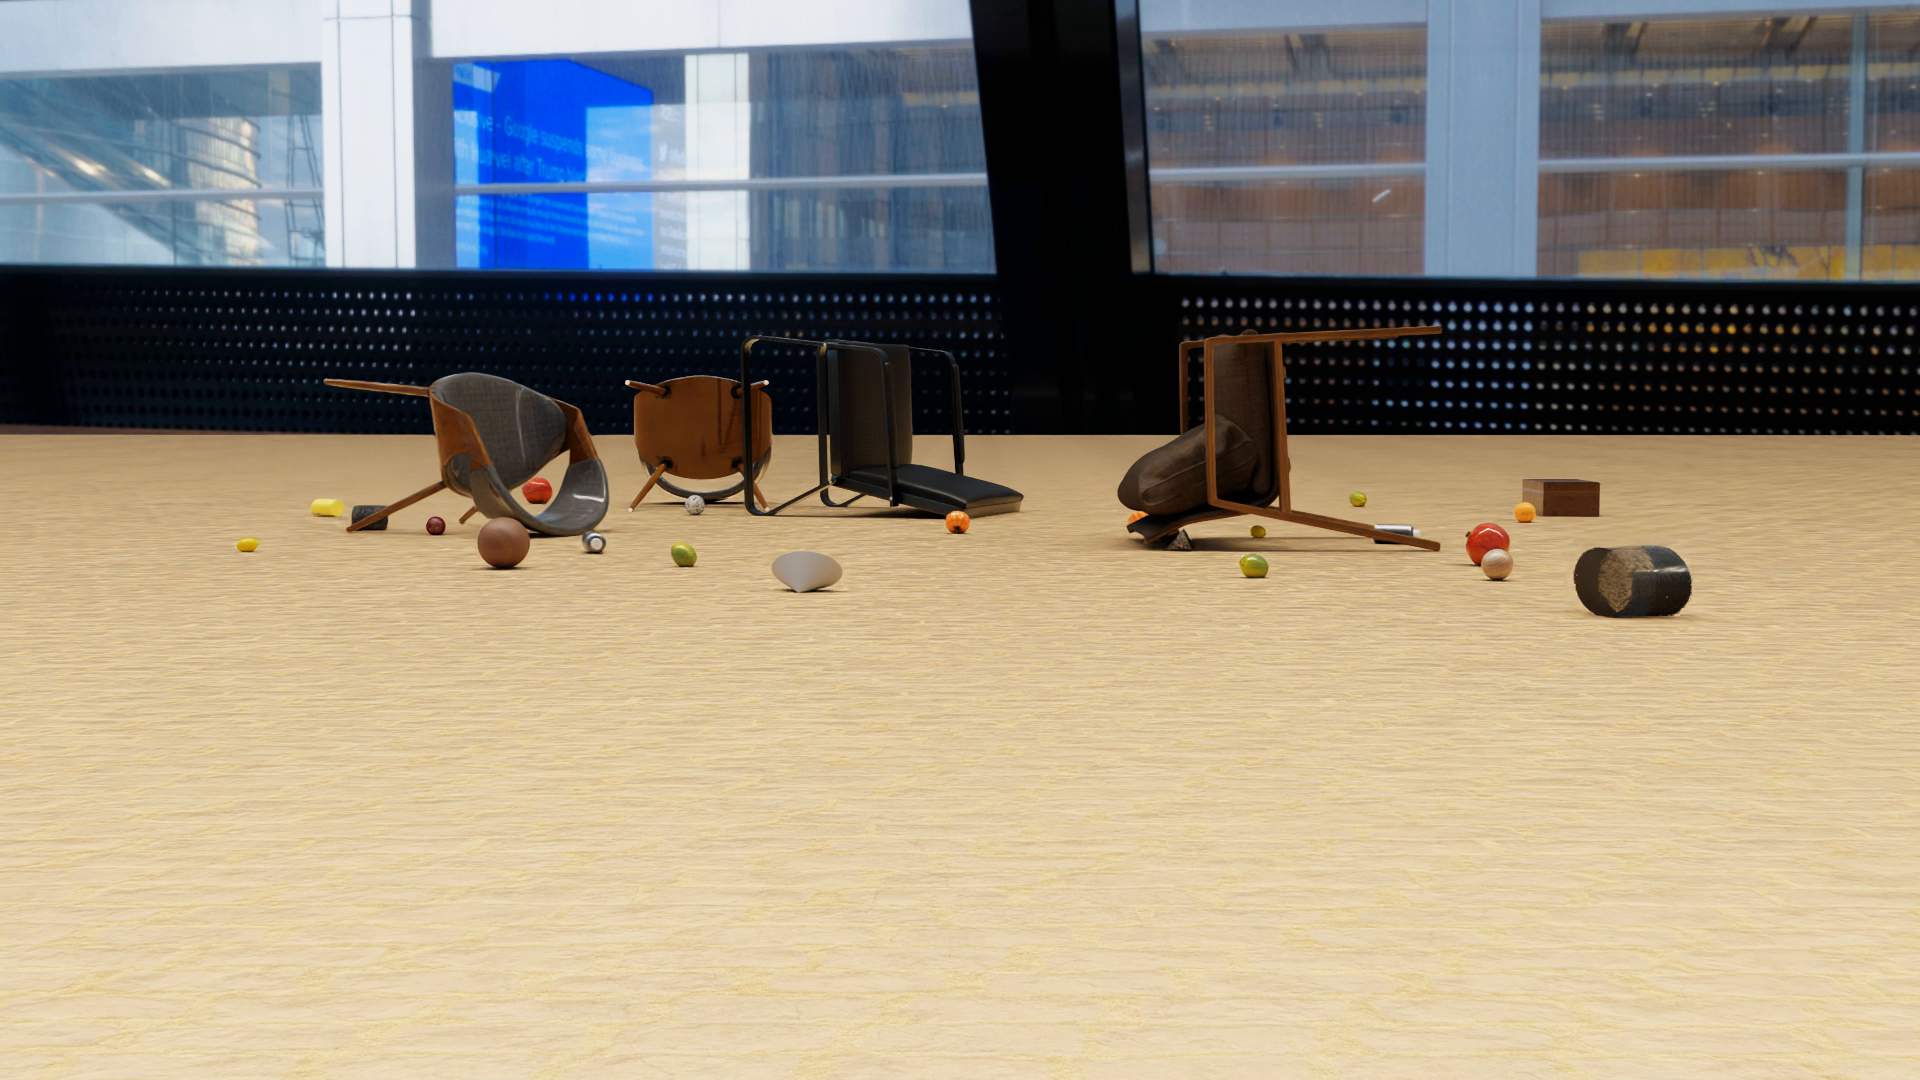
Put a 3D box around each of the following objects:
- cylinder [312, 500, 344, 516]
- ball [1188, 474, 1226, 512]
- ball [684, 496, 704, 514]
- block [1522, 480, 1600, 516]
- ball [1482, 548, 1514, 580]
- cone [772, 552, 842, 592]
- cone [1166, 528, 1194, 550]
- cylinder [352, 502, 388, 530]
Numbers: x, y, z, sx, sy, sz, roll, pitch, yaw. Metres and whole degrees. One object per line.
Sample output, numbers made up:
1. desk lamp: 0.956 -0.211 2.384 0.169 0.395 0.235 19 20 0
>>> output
1. cylinder: -2.231 -0.112 7.756 0.080 0.057 0.078 1 7 19
2. ball: 0.906 -0.173 8.056 0.139 0.139 0.139 0 4 0
3. ball: -0.946 -0.125 7.845 0.071 0.071 0.071 0 4 0
4. block: 2.153 -0.152 7.887 0.198 0.120 0.306 0 4 1
5. ball: 1.262 0.058 5.164 0.074 0.074 0.074 0 4 0
6. cone: -0.348 0.092 4.870 0.168 0.114 0.074 -3 41 19
7. cone: 0.600 0.014 6.110 0.076 0.067 0.070 -26 23 11
8. cylinder: -1.882 -0.071 7.014 0.096 0.075 0.096 -14 33 -6
